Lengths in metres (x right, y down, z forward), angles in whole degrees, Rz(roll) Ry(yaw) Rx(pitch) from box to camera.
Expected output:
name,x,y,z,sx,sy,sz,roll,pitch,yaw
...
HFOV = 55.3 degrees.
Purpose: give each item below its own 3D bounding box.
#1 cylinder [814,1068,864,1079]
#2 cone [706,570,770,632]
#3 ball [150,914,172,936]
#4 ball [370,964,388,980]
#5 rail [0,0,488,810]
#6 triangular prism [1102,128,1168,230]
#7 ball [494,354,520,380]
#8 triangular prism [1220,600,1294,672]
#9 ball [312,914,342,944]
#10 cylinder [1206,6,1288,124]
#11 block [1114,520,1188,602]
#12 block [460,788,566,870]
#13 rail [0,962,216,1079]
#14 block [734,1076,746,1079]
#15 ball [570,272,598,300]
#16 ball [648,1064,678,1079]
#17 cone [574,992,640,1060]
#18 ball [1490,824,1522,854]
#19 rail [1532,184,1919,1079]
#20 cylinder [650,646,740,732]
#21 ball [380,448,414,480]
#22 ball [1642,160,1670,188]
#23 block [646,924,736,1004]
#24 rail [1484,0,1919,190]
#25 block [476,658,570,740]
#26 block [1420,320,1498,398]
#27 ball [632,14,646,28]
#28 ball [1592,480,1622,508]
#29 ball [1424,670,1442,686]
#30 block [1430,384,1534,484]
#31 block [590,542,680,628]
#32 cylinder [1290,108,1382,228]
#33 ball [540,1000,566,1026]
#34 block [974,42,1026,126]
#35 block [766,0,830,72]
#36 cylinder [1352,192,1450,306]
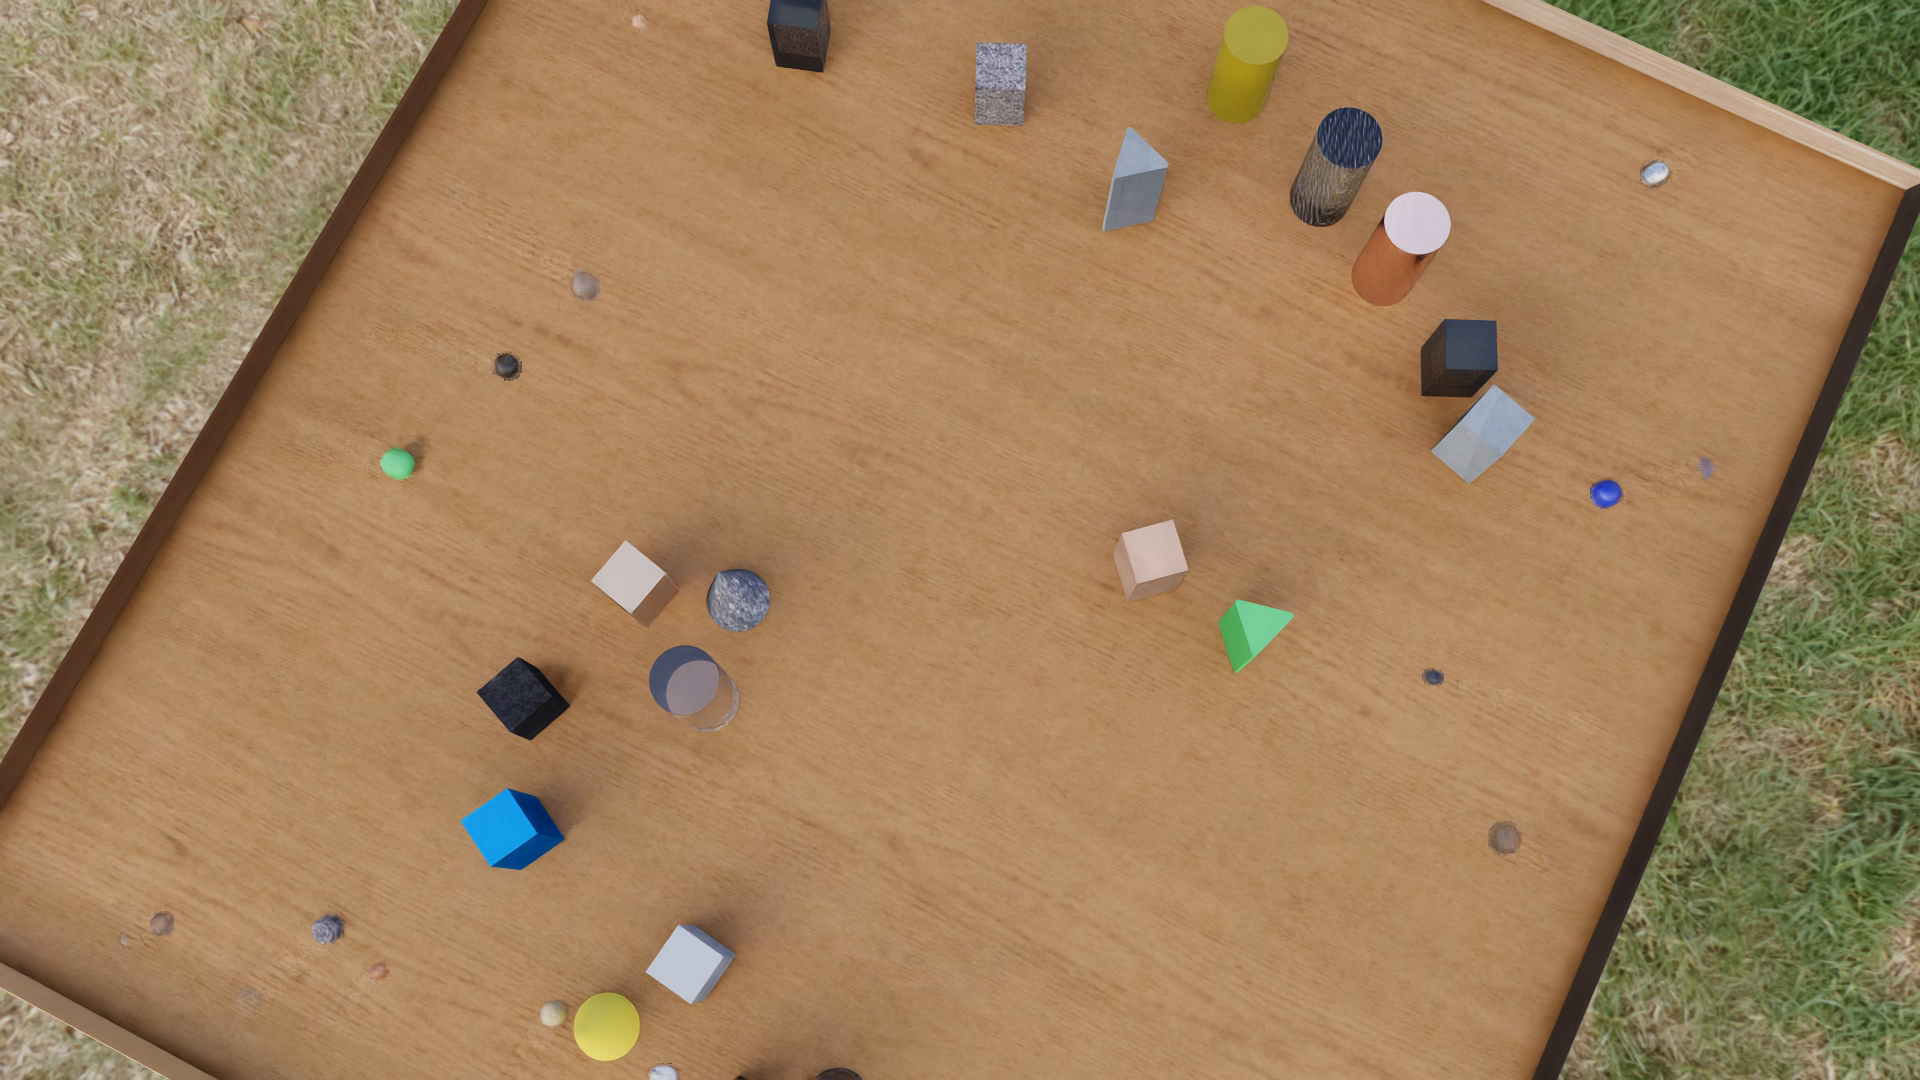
name,x,y,z,sx,sy,sz,roll,pitch,yaw
cylinder,-0.351,1.581,5.093,0.193,0.384,0.193,0,78,0
cone,-0.675,0.136,5.349,0.193,0.469,0.193,0,78,0
ball,-2.333,1.122,5.352,0.063,0.063,0.063,0,78,0
ball,-1.690,1.257,5.332,0.048,0.048,0.048,0,78,0
rail,-1.954,-0.950,5.748,0.045,0.125,4.792,26,80,5
triangular prism,0.518,-1.113,5.629,0.167,0.427,0.145,-13,79,-3
ball,-1.406,-0.538,5.687,0.079,0.079,0.079,0,78,0
triangular prism,0.838,0.258,5.381,0.145,0.357,0.167,44,82,8
ball,-1.843,1.134,5.338,0.085,0.085,0.085,0,78,0
cylinder,0.891,-1.476,5.710,0.193,0.414,0.193,0,78,0
block,0.563,0.065,5.442,0.155,0.314,0.155,-15,79,-3
block,-1.278,0.833,5.258,0.155,0.364,0.155,-35,80,-7
rail,-1.061,2.084,5.120,4.416,0.125,0.045,26,80,5
block,-0.606,1.620,5.135,0.155,0.286,0.155,27,80,5
ball,-1.175,-0.796,5.736,0.088,0.088,0.088,0,78,0
ball,-0.852,1.548,5.252,0.087,0.087,0.087,0,78,0
cone,-1.026,1.371,5.120,0.193,0.417,0.193,0,78,0
ball,1.605,0.878,5.388,0.091,0.091,0.091,0,78,0
rail,1.954,0.963,5.352,0.045,0.125,4.792,26,80,5
cylinder,-0.760,0.434,5.282,0.193,0.478,0.193,0,78,0
ball,-1.724,-0.234,5.616,0.097,0.097,0.097,0,78,0
ball,2.209,-1.162,5.813,0.086,0.086,0.086,0,78,0
block,-0.763,1.205,5.219,0.155,0.290,0.155,34,80,7
rail,1.061,-2.071,5.980,4.416,0.125,0.045,26,80,5
block,-1.281,0.469,5.389,0.155,0.256,0.155,-41,81,-8
block,1.518,-0.551,5.583,0.155,0.288,0.155,2,78,0
ball,-1.041,-1.682,5.942,0.044,0.044,0.044,0,78,0
ball,1.979,-0.142,5.602,0.086,0.086,0.086,0,78,0
ball,1.422,0.414,5.505,0.050,0.050,0.050,0,78,0
block,1.566,-0.314,5.506,0.155,0.345,0.155,42,81,8
block,-0.962,0.135,5.448,0.155,0.275,0.155,38,81,7
cylinder,1.146,-1.135,5.614,0.193,0.464,0.193,0,78,0
ball,-1.175,1.369,5.295,0.075,0.075,0.075,0,78,0
block,0.127,-1.435,5.781,0.155,0.259,0.155,2,78,0
block,-0.508,-1.627,5.803,0.155,0.293,0.155,8,78,2
cylinder,1.332,-0.877,5.562,0.193,0.462,0.193,0,78,0
